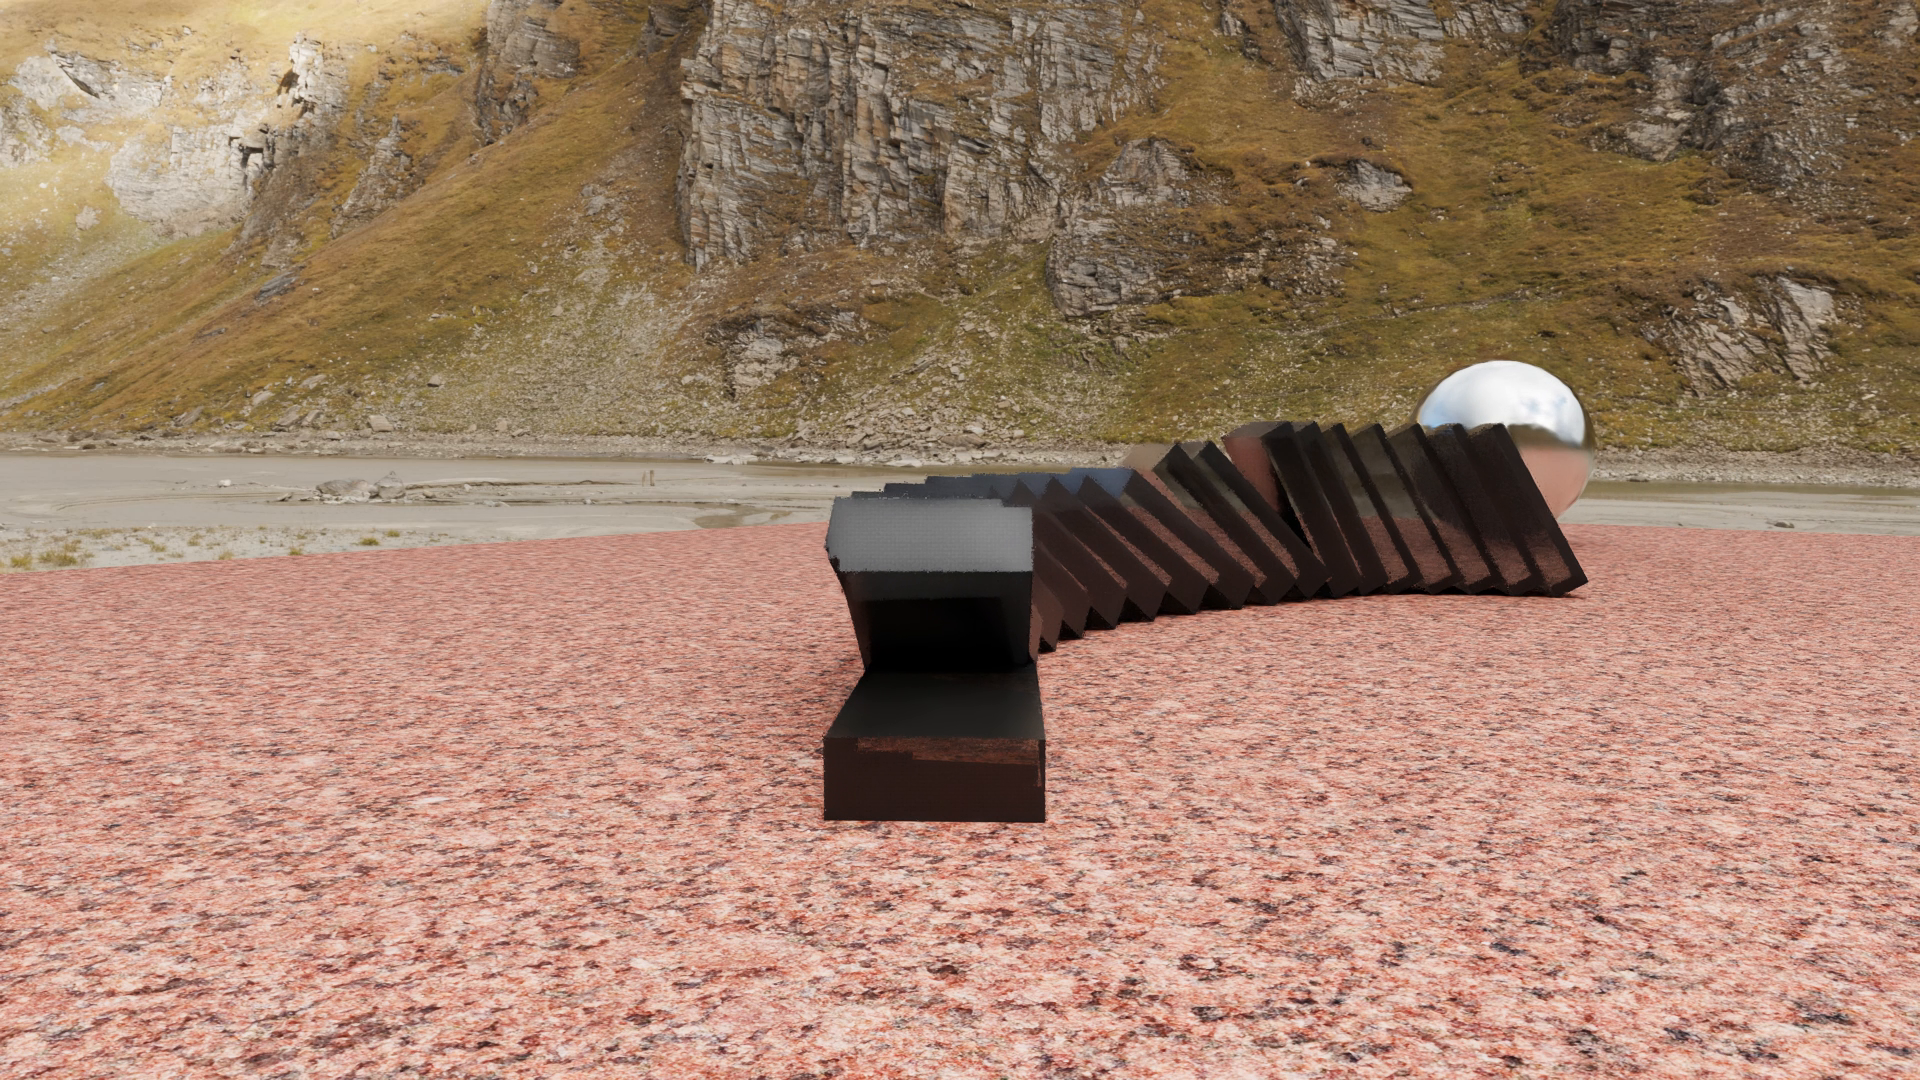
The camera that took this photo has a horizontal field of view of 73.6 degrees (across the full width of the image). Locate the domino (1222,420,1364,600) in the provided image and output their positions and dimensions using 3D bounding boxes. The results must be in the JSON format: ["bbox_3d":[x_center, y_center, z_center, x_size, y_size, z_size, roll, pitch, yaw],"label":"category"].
[{"bbox_3d":[0.093,-0.009,0.359,0.009,0.050,0.025,-29,10,-9],"label":"domino"}]

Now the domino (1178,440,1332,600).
[{"bbox_3d":[0.077,-0.006,0.352,0.009,0.050,0.025,-45,10,-7],"label":"domino"}]

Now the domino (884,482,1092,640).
[{"bbox_3d":[0.006,0.005,0.270,0.025,0.010,0.050,3,-27,33],"label":"domino"}]

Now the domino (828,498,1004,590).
[{"bbox_3d":[-0.003,0.010,0.209,0.025,0.010,0.050,-1,-27,8],"label":"domino"}]

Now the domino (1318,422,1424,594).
[{"bbox_3d":[0.116,-0.010,0.373,0.009,0.050,0.025,-28,1,6],"label":"domino"}]

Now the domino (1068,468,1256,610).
[{"bbox_3d":[0.050,0.000,0.329,0.050,0.009,0.025,38,-16,-28],"label":"domino"}]

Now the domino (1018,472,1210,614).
[{"bbox_3d":[0.037,0.001,0.318,0.050,0.010,0.025,37,-18,-32],"label":"domino"}]

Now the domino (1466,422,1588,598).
[{"bbox_3d":[0.159,-0.009,0.366,0.010,0.050,0.025,-28,-1,11],"label":"domino"}]

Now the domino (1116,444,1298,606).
[{"bbox_3d":[0.066,-0.005,0.344,0.010,0.050,0.025,-45,13,-7],"label":"domino"}]

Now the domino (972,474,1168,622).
[{"bbox_3d":[0.025,0.002,0.303,0.025,0.009,0.050,4,-27,46],"label":"domino"}]

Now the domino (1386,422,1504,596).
[{"bbox_3d":[0.138,-0.010,0.372,0.009,0.050,0.025,-28,-1,11],"label":"domino"}]

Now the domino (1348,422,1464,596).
[{"bbox_3d":[0.128,-0.010,0.373,0.010,0.050,0.025,-28,-1,11],"label":"domino"}]

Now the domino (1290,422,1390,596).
[{"bbox_3d":[0.102,-0.009,0.367,0.009,0.050,0.025,-29,9,-7],"label":"domino"}]

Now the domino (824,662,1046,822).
[{"bbox_3d":[-0.002,0.025,0.169,0.025,0.010,0.050,0,4,2],"label":"domino"}]

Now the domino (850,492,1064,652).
[{"bbox_3d":[0.000,0.007,0.251,0.025,0.010,0.050,2,-26,27],"label":"domino"}]

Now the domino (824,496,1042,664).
[{"bbox_3d":[-0.003,0.008,0.230,0.025,0.010,0.050,1,-26,18],"label":"domino"}]

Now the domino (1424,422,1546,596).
[{"bbox_3d":[0.149,-0.009,0.369,0.009,0.050,0.025,-28,-1,11],"label":"domino"}]

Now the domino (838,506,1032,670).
[{"bbox_3d":[-0.002,0.011,0.190,0.025,0.009,0.050,0,-27,2],"label":"domino"}]

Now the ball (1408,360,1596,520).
[{"bbox_3d":[0.241,-0.041,0.576,0.080,0.080,0.080,0,4,0],"label":"ball"}]

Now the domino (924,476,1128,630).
[{"bbox_3d":[0.014,0.003,0.287,0.025,0.009,0.050,4,-28,40],"label":"domino"}]
